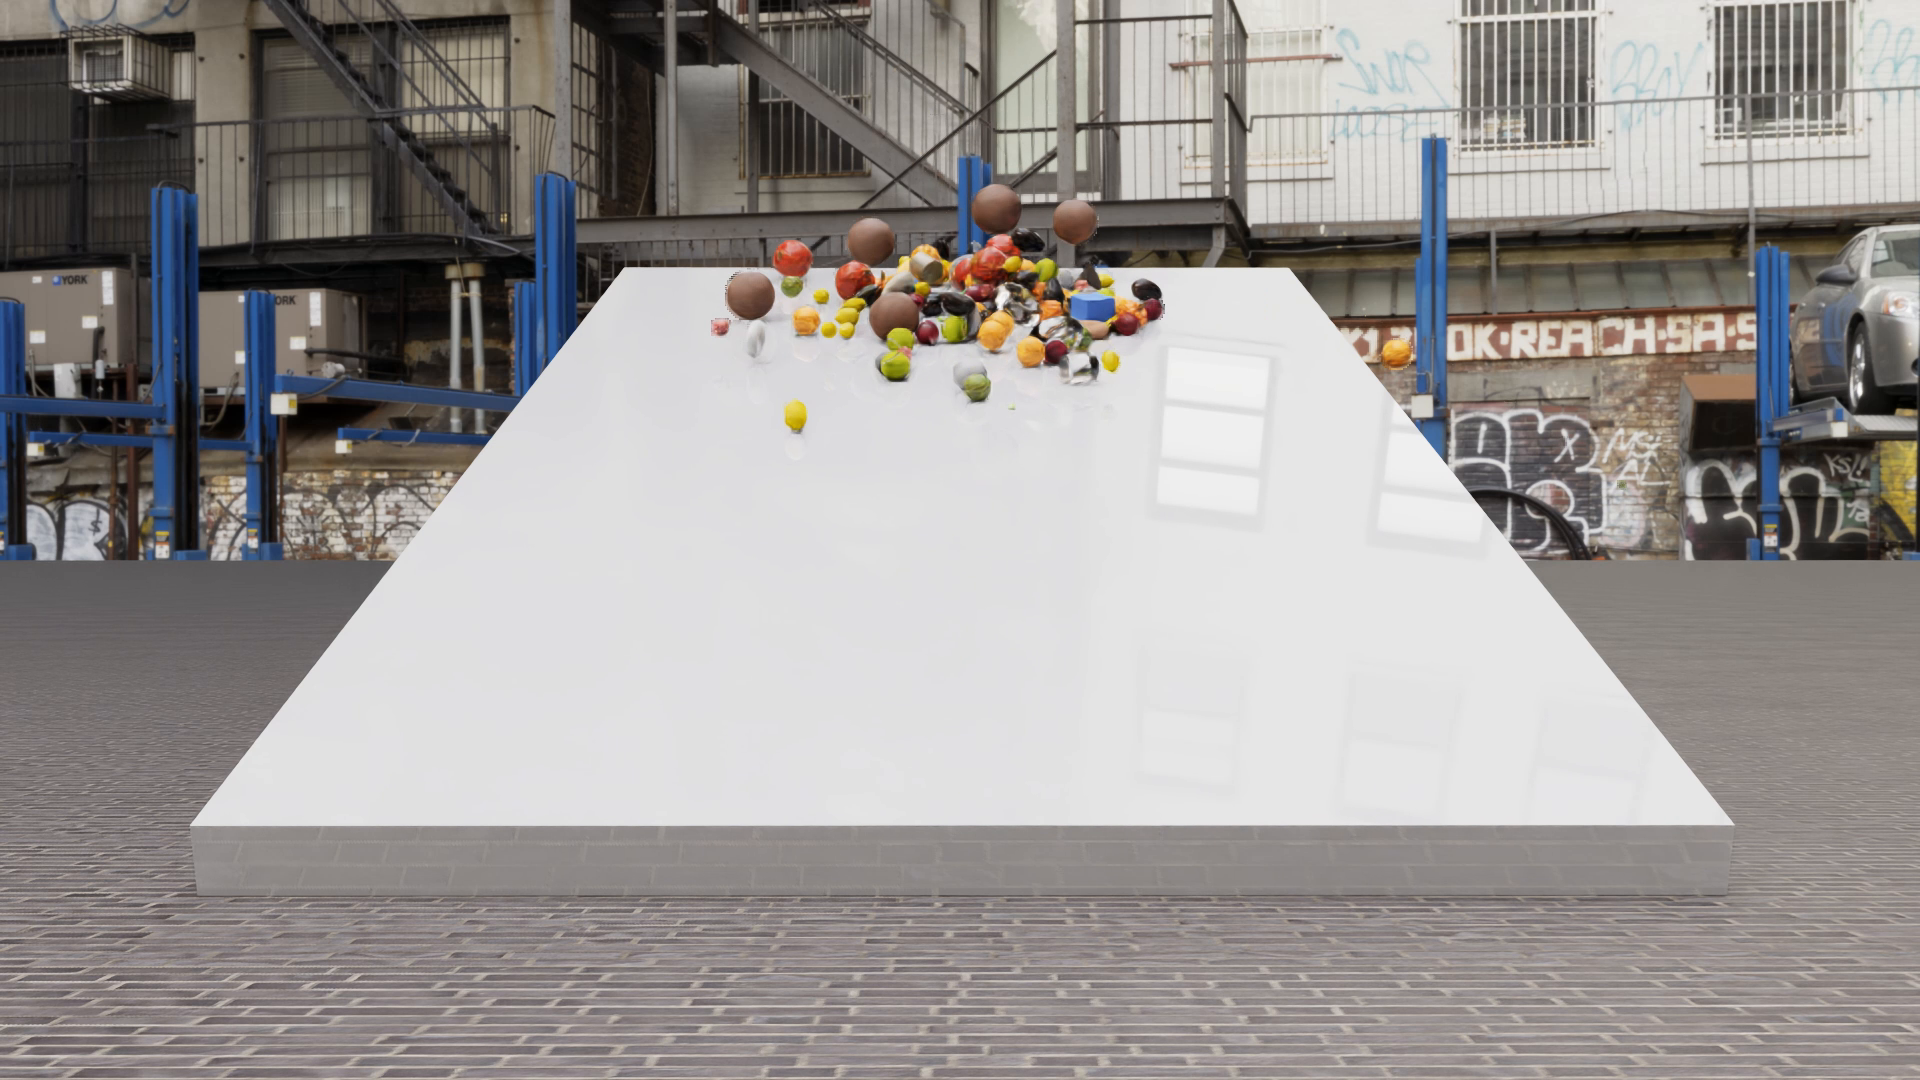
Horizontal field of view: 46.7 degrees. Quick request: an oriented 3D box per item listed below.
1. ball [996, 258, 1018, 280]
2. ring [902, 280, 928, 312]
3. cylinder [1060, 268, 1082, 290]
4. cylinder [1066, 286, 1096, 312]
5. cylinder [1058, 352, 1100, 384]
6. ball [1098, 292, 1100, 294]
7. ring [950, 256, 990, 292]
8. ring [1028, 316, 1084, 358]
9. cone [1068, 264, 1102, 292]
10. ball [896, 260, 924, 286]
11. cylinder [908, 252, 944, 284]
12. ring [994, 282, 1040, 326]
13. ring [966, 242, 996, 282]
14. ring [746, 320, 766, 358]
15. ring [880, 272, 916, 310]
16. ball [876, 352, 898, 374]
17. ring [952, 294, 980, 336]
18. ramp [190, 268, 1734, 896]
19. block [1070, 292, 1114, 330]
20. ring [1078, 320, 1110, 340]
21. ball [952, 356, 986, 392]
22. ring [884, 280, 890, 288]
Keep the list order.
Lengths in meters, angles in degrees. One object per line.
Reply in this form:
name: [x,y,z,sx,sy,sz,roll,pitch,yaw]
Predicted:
ball: [0.129,-0.756,6.218,0.061,0.061,0.061,0,0,0]
ring: [-0.128,-0.668,6.063,0.102,0.102,0.034,0,-28,-45]
cylinder: [0.324,-0.751,6.388,0.055,0.055,0.055,-15,9,-40]
cylinder: [0.331,-0.628,5.919,0.069,0.069,0.069,-31,11,-20]
cylinder: [0.280,-0.406,5.249,0.070,0.070,0.070,-10,5,-28]
ball: [0.360,-0.649,6.054,0.060,0.060,0.060,0,0,0]
ring: [0.026,-0.757,6.327,0.114,0.114,0.038,0,-15,-2]
ring: [0.236,-0.500,5.485,0.143,0.048,0.143,-13,-28,-7]
cone: [0.344,-0.726,6.331,0.086,0.086,0.086,-24,-12,27]
ball: [-0.135,-0.743,6.250,0.086,0.086,0.086,0,0,0]
cylinder: [-0.094,-0.749,6.141,0.069,0.069,0.069,0,26,-40]
ring: [0.153,-0.626,5.905,0.143,0.143,0.048,0,-39,-45]
ring: [0.066,-0.813,6.491,0.044,0.131,0.131,-33,-8,12]
ring: [-0.500,-0.492,5.449,0.031,0.093,0.093,10,1,8]
ring: [-0.162,-0.645,5.767,0.039,0.117,0.117,40,11,14]
ball: [-0.176,-0.424,5.339,0.054,0.054,0.054,0,0,0]
ring: [0.015,-0.581,5.737,0.037,0.111,0.111,-22,9,-24]
ramp: [-0.003,-0.177,4.806,2.000,0.100,4.000,0,17,0]
block: [0.348,-0.597,5.846,0.084,0.084,0.084,-9,20,-27]
ring: [0.332,-0.541,5.747,0.111,0.037,0.111,0,18,0]
ball: [0.022,-0.385,5.171,0.080,0.080,0.080,0,0,0]
ring: [-0.181,-0.725,6.354,0.077,0.026,0.077,1,18,0]
